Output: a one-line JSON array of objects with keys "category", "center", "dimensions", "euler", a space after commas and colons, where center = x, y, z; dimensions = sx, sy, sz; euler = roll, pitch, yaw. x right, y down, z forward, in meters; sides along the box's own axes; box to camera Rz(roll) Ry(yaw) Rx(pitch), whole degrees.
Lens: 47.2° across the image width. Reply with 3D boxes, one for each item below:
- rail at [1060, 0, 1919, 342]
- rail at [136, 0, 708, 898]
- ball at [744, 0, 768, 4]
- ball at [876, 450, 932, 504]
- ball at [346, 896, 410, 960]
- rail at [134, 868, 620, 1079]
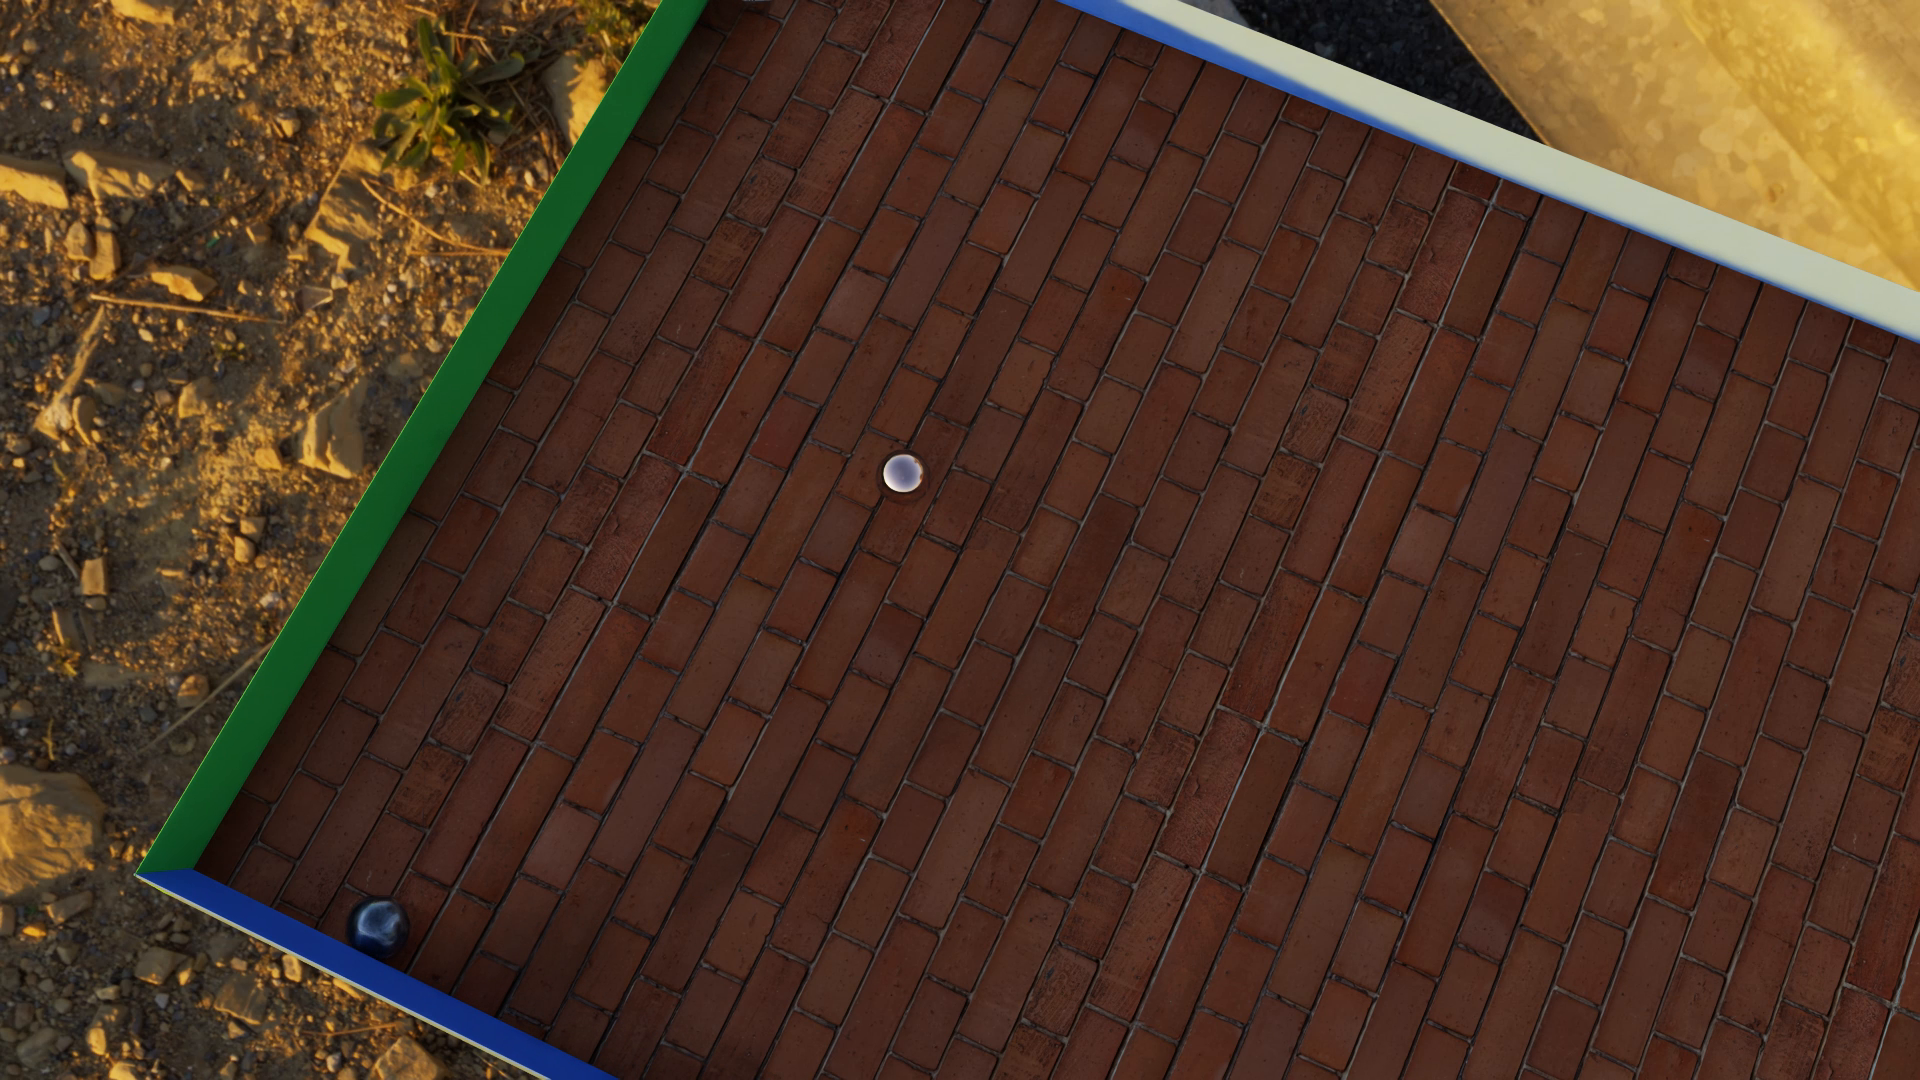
[{"category": "rail", "center": [1.181, -0.498, 3.596], "dimensions": [3.391, 0.127, 0.045], "euler": [24, 72, 8]}, {"category": "rail", "center": [-0.746, -0.335, 3.536], "dimensions": [0.045, 0.127, 1.998], "euler": [24, 72, 8]}, {"category": "ball", "center": [-0.353, -0.971, 3.790], "dimensions": [0.092, 0.092, 0.092], "euler": [0, 70, 0]}, {"category": "ball", "center": [-0.090, -0.100, 3.472], "dimensions": [0.088, 0.088, 0.088], "euler": [0, 70, 0]}, {"category": "ball", "center": [-0.852, 0.569, 3.225], "dimensions": [0.090, 0.090, 0.090], "euler": [0, 70, 0]}, {"category": "rail", "center": [0.354, 1.160, 2.987], "dimensions": [3.391, 0.127, 0.045], "euler": [24, 72, 8]}]
